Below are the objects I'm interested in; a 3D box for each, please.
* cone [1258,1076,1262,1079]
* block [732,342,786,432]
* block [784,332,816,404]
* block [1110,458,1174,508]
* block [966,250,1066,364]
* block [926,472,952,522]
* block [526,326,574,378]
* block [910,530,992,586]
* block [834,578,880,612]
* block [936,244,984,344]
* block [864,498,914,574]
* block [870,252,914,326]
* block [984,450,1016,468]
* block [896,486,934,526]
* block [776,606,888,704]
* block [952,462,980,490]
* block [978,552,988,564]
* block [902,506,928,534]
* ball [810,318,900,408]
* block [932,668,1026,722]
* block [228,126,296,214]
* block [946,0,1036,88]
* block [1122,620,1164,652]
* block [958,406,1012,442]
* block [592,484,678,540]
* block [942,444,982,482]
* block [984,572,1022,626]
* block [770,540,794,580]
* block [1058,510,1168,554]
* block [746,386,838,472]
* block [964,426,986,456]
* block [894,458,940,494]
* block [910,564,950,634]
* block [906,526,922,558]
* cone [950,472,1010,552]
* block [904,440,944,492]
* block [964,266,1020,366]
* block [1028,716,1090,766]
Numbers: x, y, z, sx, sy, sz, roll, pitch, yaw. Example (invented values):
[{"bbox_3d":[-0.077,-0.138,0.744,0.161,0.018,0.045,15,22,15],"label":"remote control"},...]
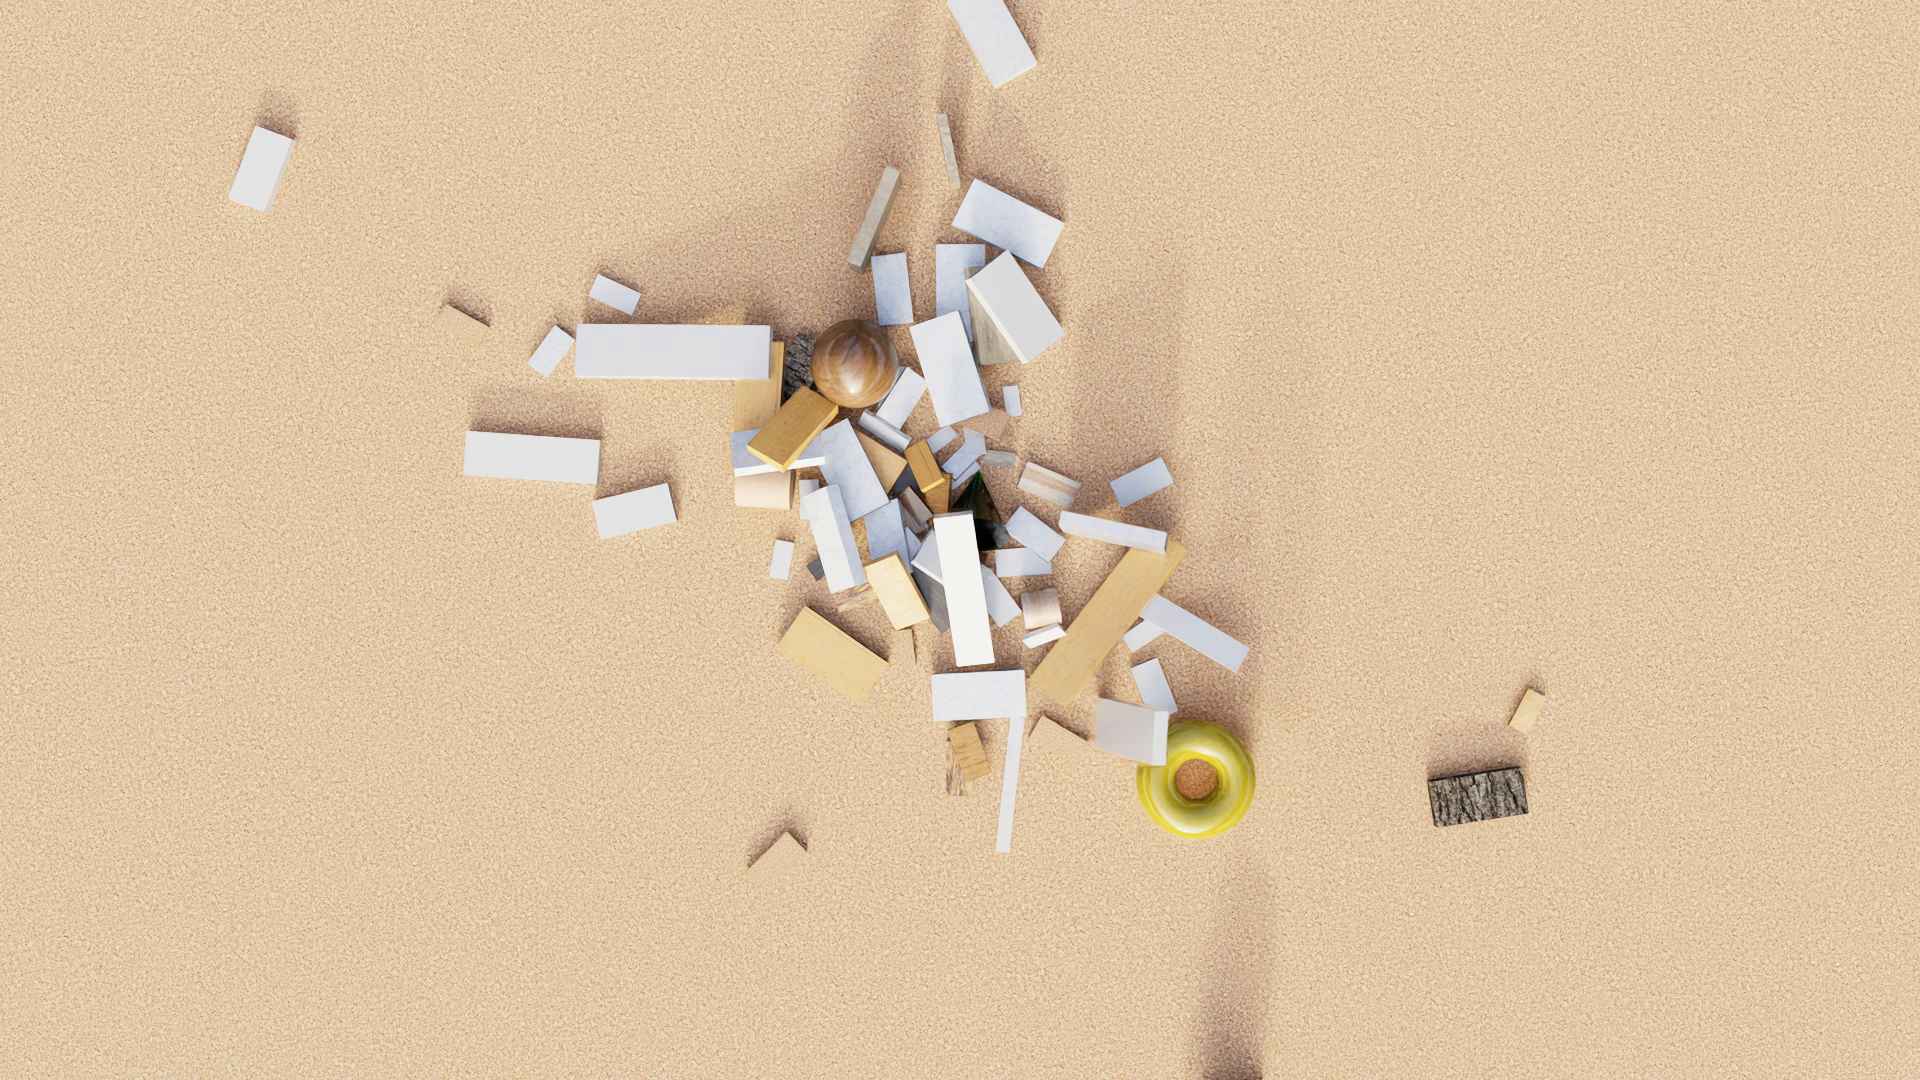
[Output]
[{"bbox_3d":[0.952,1.878,5.447,0.237,0.237,0.237,31,63,0],"label":"cone"},{"bbox_3d":[-0.661,-0.499,5.442,0.154,0.044,0.309,3,86,6],"label":"block"},{"bbox_3d":[-0.559,-0.531,5.482,0.129,0.037,0.299,33,90,0],"label":"block"},{"bbox_3d":[0.603,-0.191,5.487,0.190,0.027,0.095,-26,90,0],"label":"block"},{"bbox_3d":[0.182,-0.765,5.418,0.167,0.047,0.334,-40,103,-16],"label":"block"},{"bbox_3d":[-0.071,-0.143,5.456,0.082,0.023,0.165,9,103,24],"label":"block"},{"bbox_3d":[-1.360,-0.627,5.489,0.079,0.022,0.158,36,90,0],"label":"block"},{"bbox_3d":[-0.027,0.089,5.411,0.249,0.035,0.125,34,70,-12],"label":"block"},{"bbox_3d":[-0.322,0.170,5.487,0.190,0.027,0.095,-15,90,0],"label":"block"},{"bbox_3d":[0.002,-0.817,5.477,0.161,0.046,0.322,0,90,0],"label":"block"},{"bbox_3d":[-0.238,-0.001,5.425,0.124,0.035,0.248,-14,77,13],"label":"block"},{"bbox_3d":[-0.225,-0.831,5.484,0.115,0.033,0.230,-7,90,0],"label":"block"},{"bbox_3d":[0.132,-0.270,5.493,0.101,0.014,0.050,7,90,0],"label":"block"},{"bbox_3d":[-0.149,-0.114,5.463,0.062,0.018,0.124,-40,90,22],"label":"block"},{"bbox_3d":[-0.422,0.380,5.476,0.334,0.047,0.167,35,90,0],"label":"block"},{"bbox_3d":[-0.001,-0.224,5.478,0.129,0.018,0.064,-39,90,-12],"label":"block"},{"bbox_3d":[0.021,0.055,5.471,0.131,0.018,0.065,17,134,0],"label":"block"},{"bbox_3d":[-0.160,-0.084,5.491,0.062,0.018,0.124,-27,90,0],"label":"block"},{"bbox_3d":[-0.341,-0.572,5.355,0.290,0.290,0.290,0,90,0],"label":"ball"},{"bbox_3d":[0.062,0.513,5.465,0.307,0.043,0.153,-3,90,0],"label":"block"},{"bbox_3d":[-2.319,-1.230,5.482,0.129,0.037,0.258,21,90,0],"label":"block"},{"bbox_3d":[0.106,-1.683,5.477,0.161,0.046,0.322,-29,90,0],"label":"block"},{"bbox_3d":[0.612,0.309,5.491,0.134,0.019,0.067,-34,90,0],"label":"block"},{"bbox_3d":[0.066,-0.407,5.462,0.186,0.026,0.093,23,80,11],"label":"block"},{"bbox_3d":[-1.080,-0.095,5.482,0.258,0.037,0.129,-14,90,0],"label":"block"},{"bbox_3d":[0.005,-0.262,5.463,0.064,0.018,0.129,42,76,13],"label":"block"},{"bbox_3d":[0.115,0.191,5.487,0.091,0.026,0.182,-36,90,0],"label":"block"},{"bbox_3d":[-0.592,0.066,5.491,0.063,0.018,0.125,10,90,0],"label":"block"},{"bbox_3d":[0.503,-0.024,5.381,0.346,0.173,0.049,12,84,11],"label":"block"},{"bbox_3d":[-0.541,-0.361,5.337,0.145,0.041,0.291,30,63,18],"label":"block"},{"bbox_3d":[0.048,-0.344,5.471,0.064,0.018,0.129,-6,71,0],"label":"block"},{"bbox_3d":[-0.145,-0.213,5.488,0.165,0.023,0.082,-13,90,0],"label":"block"},{"bbox_3d":[-0.088,0.175,5.440,0.124,0.035,0.247,-38,95,6],"label":"block"},{"bbox_3d":[-0.142,0.088,5.466,0.124,0.035,0.248,-39,95,6],"label":"block"},{"bbox_3d":[0.052,-0.125,5.446,0.242,0.242,0.242,5,63,0],"label":"cone"},{"bbox_3d":[-0.118,-0.245,5.443,0.082,0.023,0.165,-29,62,9],"label":"block"},{"bbox_3d":[0.115,-0.743,5.442,0.161,0.046,0.322,-9,93,-21],"label":"block"},{"bbox_3d":[0.328,0.667,5.487,0.182,0.026,0.091,30,90,0],"label":"block"}]
